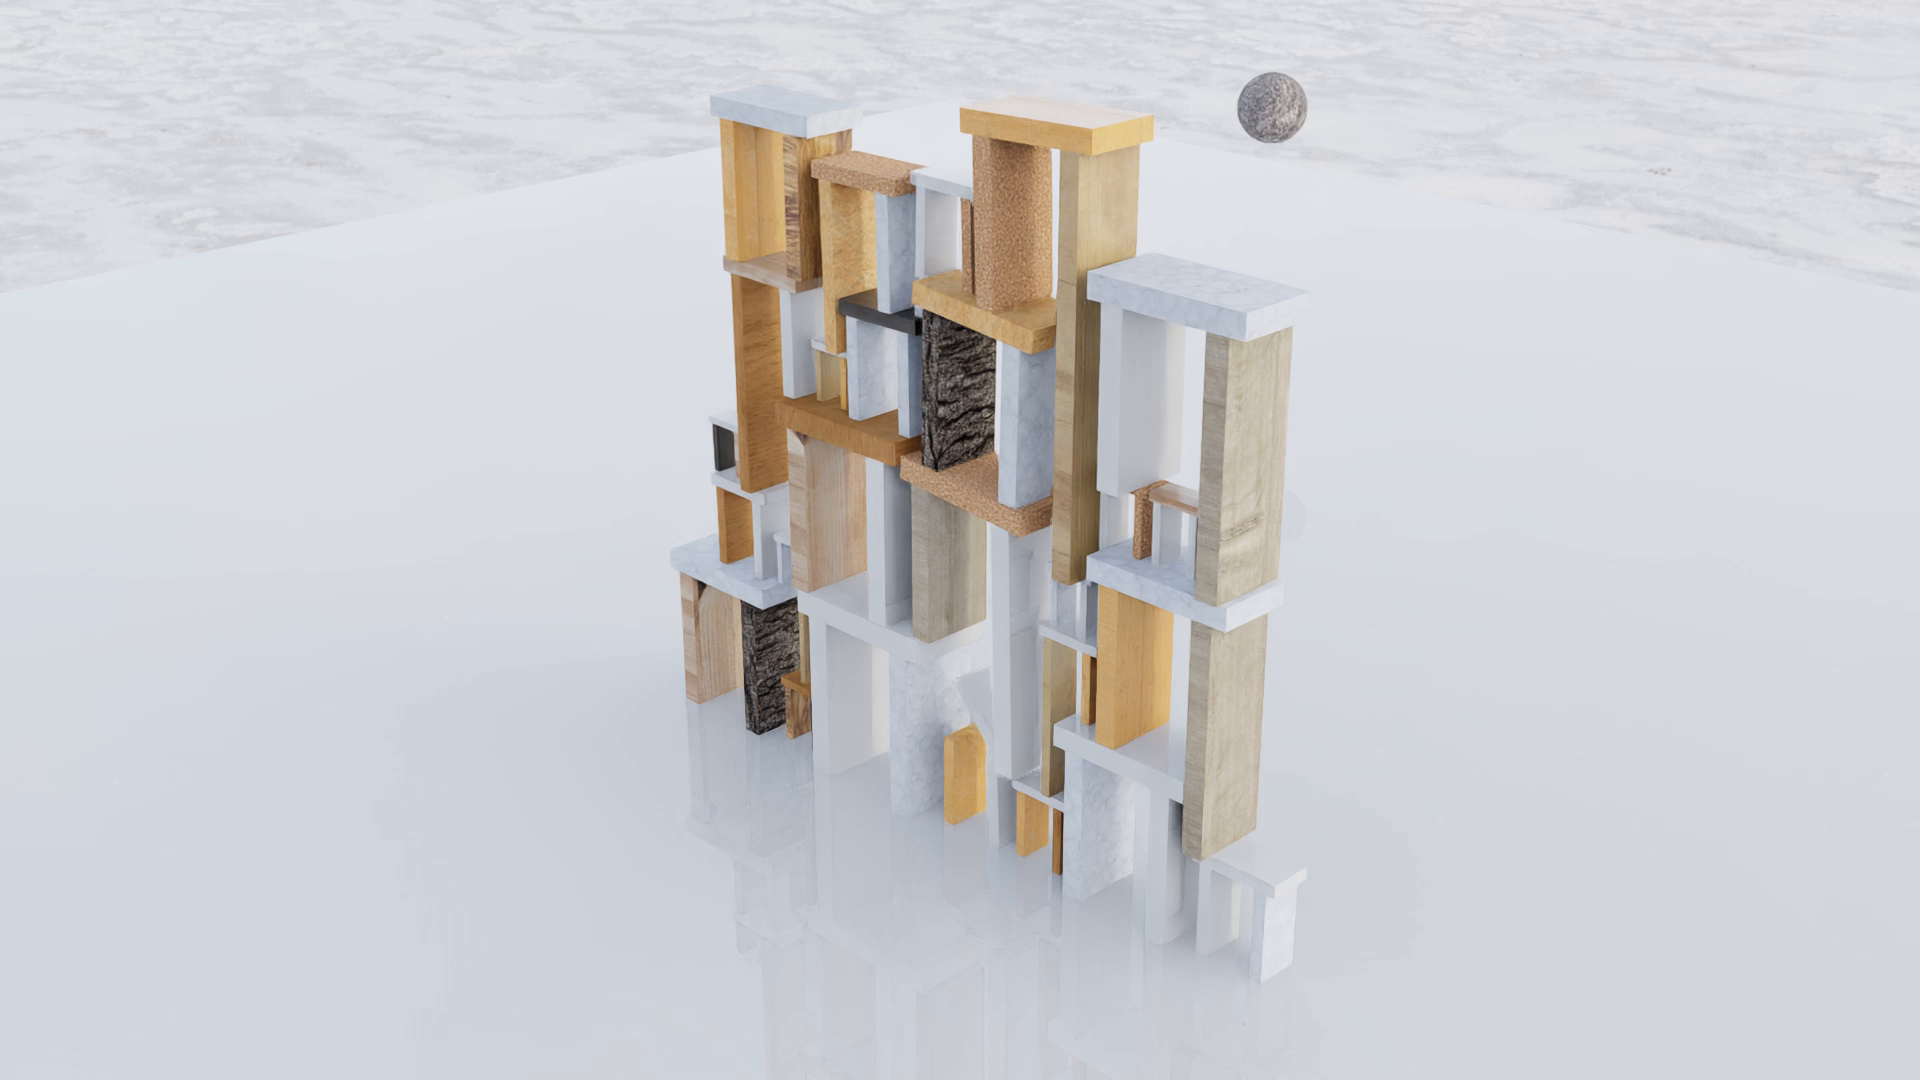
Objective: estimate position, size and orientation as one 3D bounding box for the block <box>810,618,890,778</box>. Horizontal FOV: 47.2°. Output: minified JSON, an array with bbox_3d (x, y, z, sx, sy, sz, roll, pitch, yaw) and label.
[{"bbox_3d":[-0.227,0.301,4.595,0.050,0.356,0.178,21,31,41],"label":"block"}]

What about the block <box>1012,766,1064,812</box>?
[{"bbox_3d":[0.176,0.480,4.239,0.142,0.020,0.071,21,31,41],"label":"block"}]

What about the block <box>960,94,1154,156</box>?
[{"bbox_3d":[0.162,-0.708,3.741,0.153,0.043,0.307,-21,29,-40],"label":"block"}]

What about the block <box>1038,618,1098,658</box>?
[{"bbox_3d":[0.221,0.175,4.052,0.144,0.020,0.072,22,31,40],"label":"block"}]

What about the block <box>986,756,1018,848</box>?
[{"bbox_3d":[0.098,0.502,4.334,0.027,0.190,0.095,19,29,42],"label":"block"}]

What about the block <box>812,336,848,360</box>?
[{"bbox_3d":[-0.235,-0.379,4.310,0.054,0.015,0.108,-22,31,-40],"label":"block"}]

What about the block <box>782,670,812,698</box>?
[{"bbox_3d":[-0.318,0.309,4.694,0.123,0.017,0.062,21,31,41],"label":"block"}]

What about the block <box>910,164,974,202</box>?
[{"bbox_3d":[-0.001,-0.644,3.959,0.084,0.024,0.168,-21,31,-40],"label":"block"}]

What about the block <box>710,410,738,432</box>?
[{"bbox_3d":[-0.475,-0.249,4.638,0.053,0.015,0.105,-21,31,-40],"label":"block"}]

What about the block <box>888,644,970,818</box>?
[{"bbox_3d":[-0.060,0.367,4.441,0.050,0.356,0.178,21,31,41],"label":"block"}]

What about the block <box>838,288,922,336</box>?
[{"bbox_3d":[-0.121,-0.433,4.164,0.207,0.029,0.104,20,31,40],"label":"block"}]

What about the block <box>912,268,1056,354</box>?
[{"bbox_3d":[0.073,-0.417,3.961,0.152,0.043,0.303,-21,36,-40],"label":"block"}]

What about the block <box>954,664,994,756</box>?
[{"bbox_3d":[0.074,0.343,4.289,0.095,0.190,0.027,-23,-9,-41],"label":"block"}]

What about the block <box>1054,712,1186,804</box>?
[{"bbox_3d":[0.337,0.381,4.017,0.309,0.044,0.154,21,31,41],"label":"block"}]

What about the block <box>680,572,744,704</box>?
[{"bbox_3d":[-0.542,0.196,4.901,0.044,0.310,0.155,21,31,41],"label":"block"}]

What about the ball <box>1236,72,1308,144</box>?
[{"bbox_3d":[0.899,-1.243,6.328,0.203,0.203,0.203,0,23,0],"label":"ball"}]

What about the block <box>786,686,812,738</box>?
[{"bbox_3d":[-0.347,0.363,4.748,0.017,0.123,0.062,21,31,41],"label":"block"}]

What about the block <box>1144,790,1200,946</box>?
[{"bbox_3d":[0.410,0.572,4.018,0.154,0.309,0.044,-21,31,-41],"label":"block"}]

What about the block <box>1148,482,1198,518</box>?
[{"bbox_3d":[0.388,-0.068,3.776,0.119,0.017,0.059,21,31,40],"label":"block"}]

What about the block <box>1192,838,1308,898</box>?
[{"bbox_3d":[0.514,0.574,3.904,0.184,0.026,0.092,21,31,41],"label":"block"}]

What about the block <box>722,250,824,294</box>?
[{"bbox_3d":[-0.357,-0.540,4.372,0.112,0.032,0.223,-21,31,-40],"label":"block"}]

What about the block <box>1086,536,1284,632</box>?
[{"bbox_3d":[0.390,0.070,3.832,0.157,0.044,0.314,-21,31,-41],"label":"block"}]

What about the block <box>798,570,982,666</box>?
[{"bbox_3d":[-0.144,0.147,4.439,0.355,0.050,0.178,21,31,41],"label":"block"}]

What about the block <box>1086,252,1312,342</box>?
[{"bbox_3d":[0.391,-0.404,3.624,0.168,0.048,0.337,-21,31,-40],"label":"block"}]

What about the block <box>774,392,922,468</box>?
[{"bbox_3d":[-0.184,-0.231,4.319,0.346,0.049,0.173,21,31,41],"label":"block"}]

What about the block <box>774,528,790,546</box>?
[{"bbox_3d":[-0.340,-0.001,4.593,0.095,0.014,0.048,20,30,40],"label":"block"}]

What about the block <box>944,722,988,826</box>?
[{"bbox_3d":[0.011,0.468,4.414,0.027,0.190,0.095,21,31,41],"label":"block"}]

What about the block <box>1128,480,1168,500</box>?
[{"bbox_3d":[0.303,-0.102,3.858,0.059,0.017,0.118,-22,31,-40],"label":"block"}]

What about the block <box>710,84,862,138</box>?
[{"bbox_3d":[-0.336,-0.827,4.235,0.283,0.040,0.141,21,31,40],"label":"block"}]

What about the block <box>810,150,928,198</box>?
[{"bbox_3d":[-0.160,-0.683,4.096,0.226,0.032,0.113,21,31,40],"label":"block"}]

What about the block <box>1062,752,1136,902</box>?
[{"bbox_3d":[0.264,0.515,4.152,0.044,0.309,0.154,21,31,41],"label":"block"}]

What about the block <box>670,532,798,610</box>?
[{"bbox_3d":[-0.469,0.061,4.765,0.155,0.044,0.310,-22,31,-40],"label":"block"}]

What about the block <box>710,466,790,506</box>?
[{"bbox_3d":[-0.437,-0.119,4.653,0.088,0.025,0.175,-22,31,-40],"label":"block"}]

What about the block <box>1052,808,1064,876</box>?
[{"bbox_3d":[0.210,0.568,4.239,0.020,0.142,0.071,21,31,41],"label":"block"}]

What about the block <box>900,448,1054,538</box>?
[{"bbox_3d":[0.055,-0.103,4.114,0.159,0.045,0.318,-21,36,-40],"label":"block"}]

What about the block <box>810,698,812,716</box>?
[{"bbox_3d":[-0.289,0.385,4.695,0.017,0.123,0.062,21,31,41],"label":"block"}]

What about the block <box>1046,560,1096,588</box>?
[{"bbox_3d":[0.217,0.055,4.012,0.108,0.015,0.054,22,31,40],"label":"block"}]

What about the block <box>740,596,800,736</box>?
[{"bbox_3d":[-0.396,0.253,4.767,0.155,0.311,0.044,-21,31,-41],"label":"block"}]

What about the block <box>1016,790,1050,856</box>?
[{"bbox_3d":[0.143,0.542,4.301,0.020,0.142,0.071,21,31,41],"label":"block"}]
